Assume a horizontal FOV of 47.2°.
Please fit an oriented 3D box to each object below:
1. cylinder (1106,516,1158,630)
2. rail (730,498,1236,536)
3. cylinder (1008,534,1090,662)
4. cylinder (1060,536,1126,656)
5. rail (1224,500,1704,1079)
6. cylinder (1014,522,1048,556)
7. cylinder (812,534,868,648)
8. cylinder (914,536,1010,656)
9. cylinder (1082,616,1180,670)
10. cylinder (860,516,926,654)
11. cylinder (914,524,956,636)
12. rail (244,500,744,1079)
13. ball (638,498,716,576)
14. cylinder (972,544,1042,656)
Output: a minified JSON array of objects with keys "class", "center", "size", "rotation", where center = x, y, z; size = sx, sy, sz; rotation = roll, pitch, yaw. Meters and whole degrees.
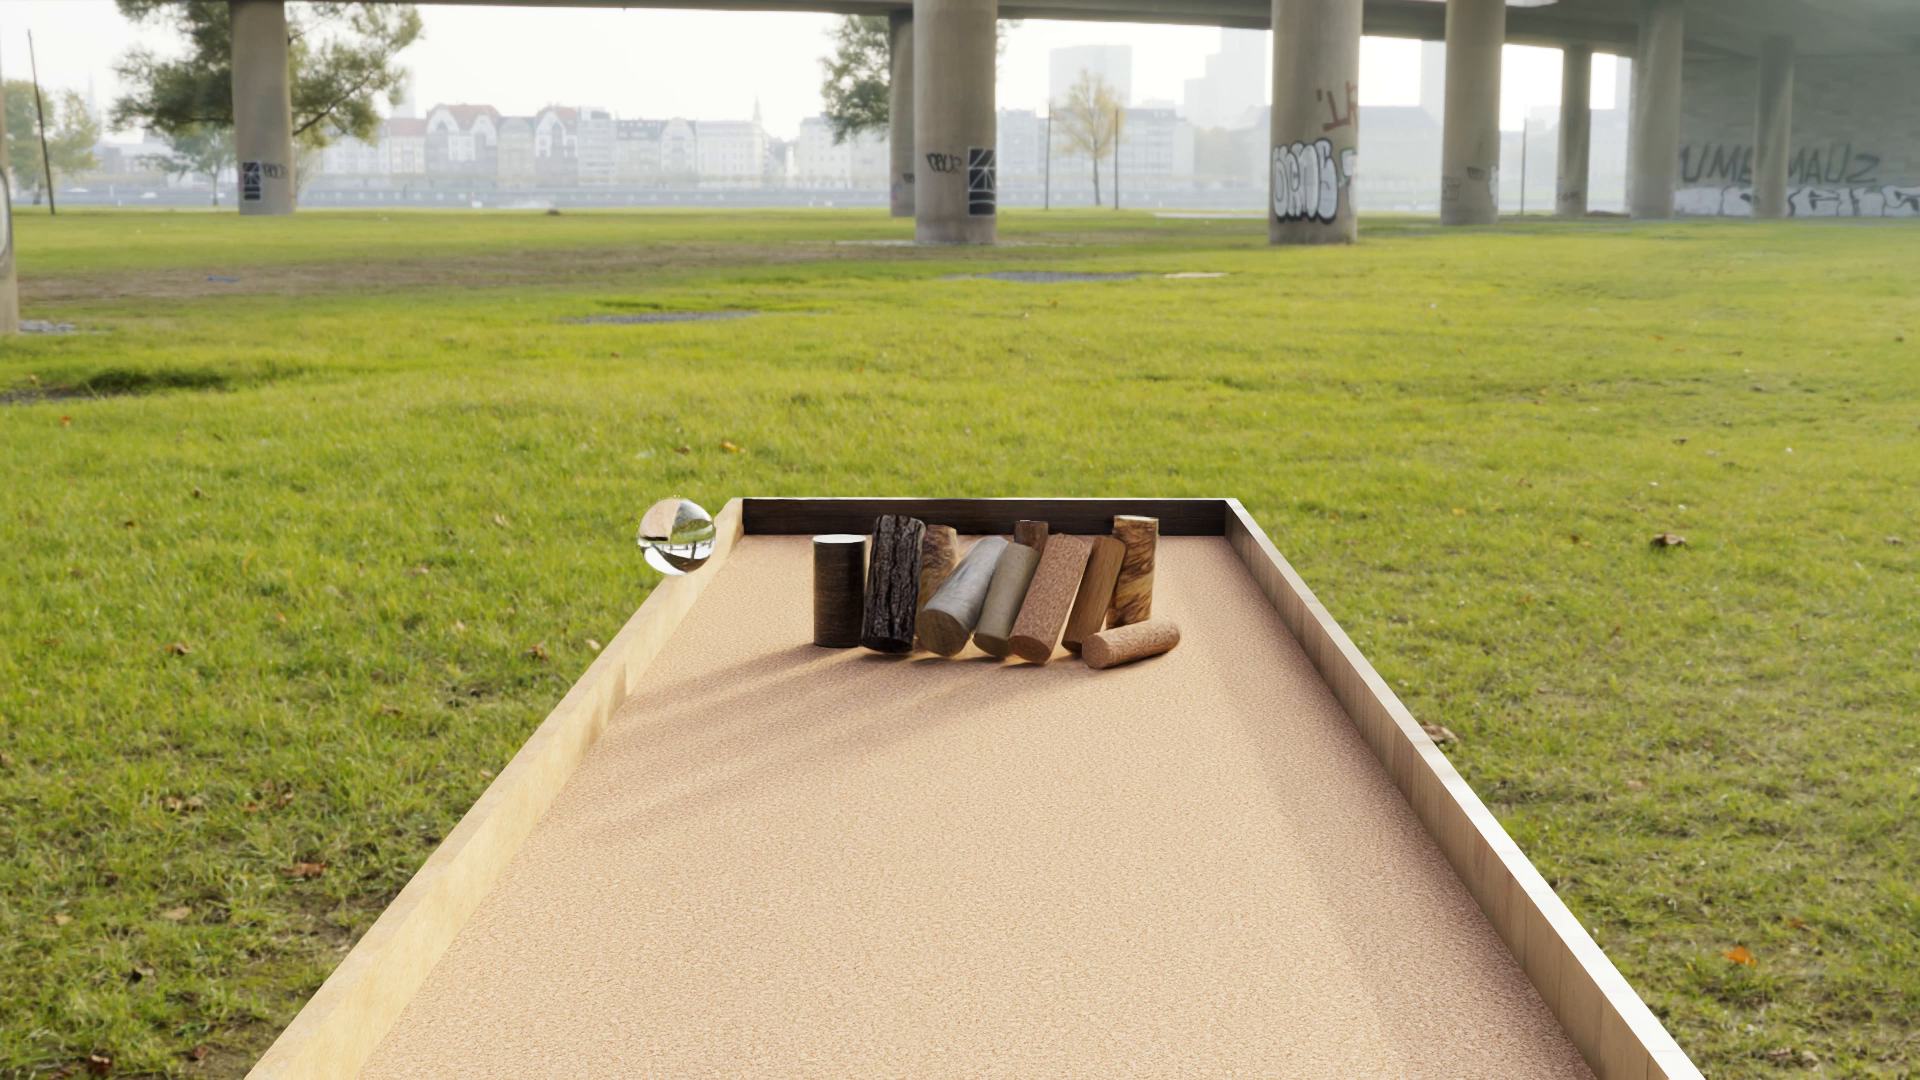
[{"class":"cylinder","center":[0.542,0.124,6.948],"size":[0.141,0.387,0.141],"rotation":[4,4,0]},{"class":"rail","center":[0.099,-0.098,9.147],"size":[2.100,0.150,0.050],"rotation":[0,9,1]},{"class":"cylinder","center":[0.273,0.176,6.724],"size":[0.137,0.137,0.394],"rotation":[4,53,26]},{"class":"cylinder","center":[0.414,0.171,6.790],"size":[0.104,0.363,0.104],"rotation":[17,-22,7]},{"class":"rail","center":[1.046,0.843,3.208],"size":[0.050,0.150,12.000],"rotation":[0,9,1]},{"class":"cylinder","center":[0.222,0.131,6.952],"size":[0.106,0.371,0.106],"rotation":[2,-3,0]},{"class":"cylinder","center":[-0.378,0.161,6.929],"size":[0.171,0.334,0.171],"rotation":[0,9,0]},{"class":"cylinder","center":[0.028,0.173,6.879],"size":[0.171,0.171,0.448],"rotation":[4,32,25]},{"class":"cylinder","center":[0.522,0.312,6.700],"size":[0.107,0.107,0.364],"rotation":[8,12,40]},{"class":"cylinder","center":[-0.206,0.136,6.795],"size":[0.162,0.396,0.162],"rotation":[5,-20,2]},{"class":"cylinder","center":[-0.089,0.131,7.019],"size":[0.152,0.332,0.152],"rotation":[1,-19,0]},{"class":"rail","center":[-1.004,0.839,3.234],"size":[0.050,0.150,12.000],"rotation":[0,9,1]},{"class":"ball","center":[-0.934,-0.011,7.258],"size":[0.256,0.256,0.256],"rotation":[0,9,0]},{"class":"cylinder","center":[0.147,0.184,6.775],"size":[0.132,0.328,0.132],"rotation":[15,-27,8]}]
